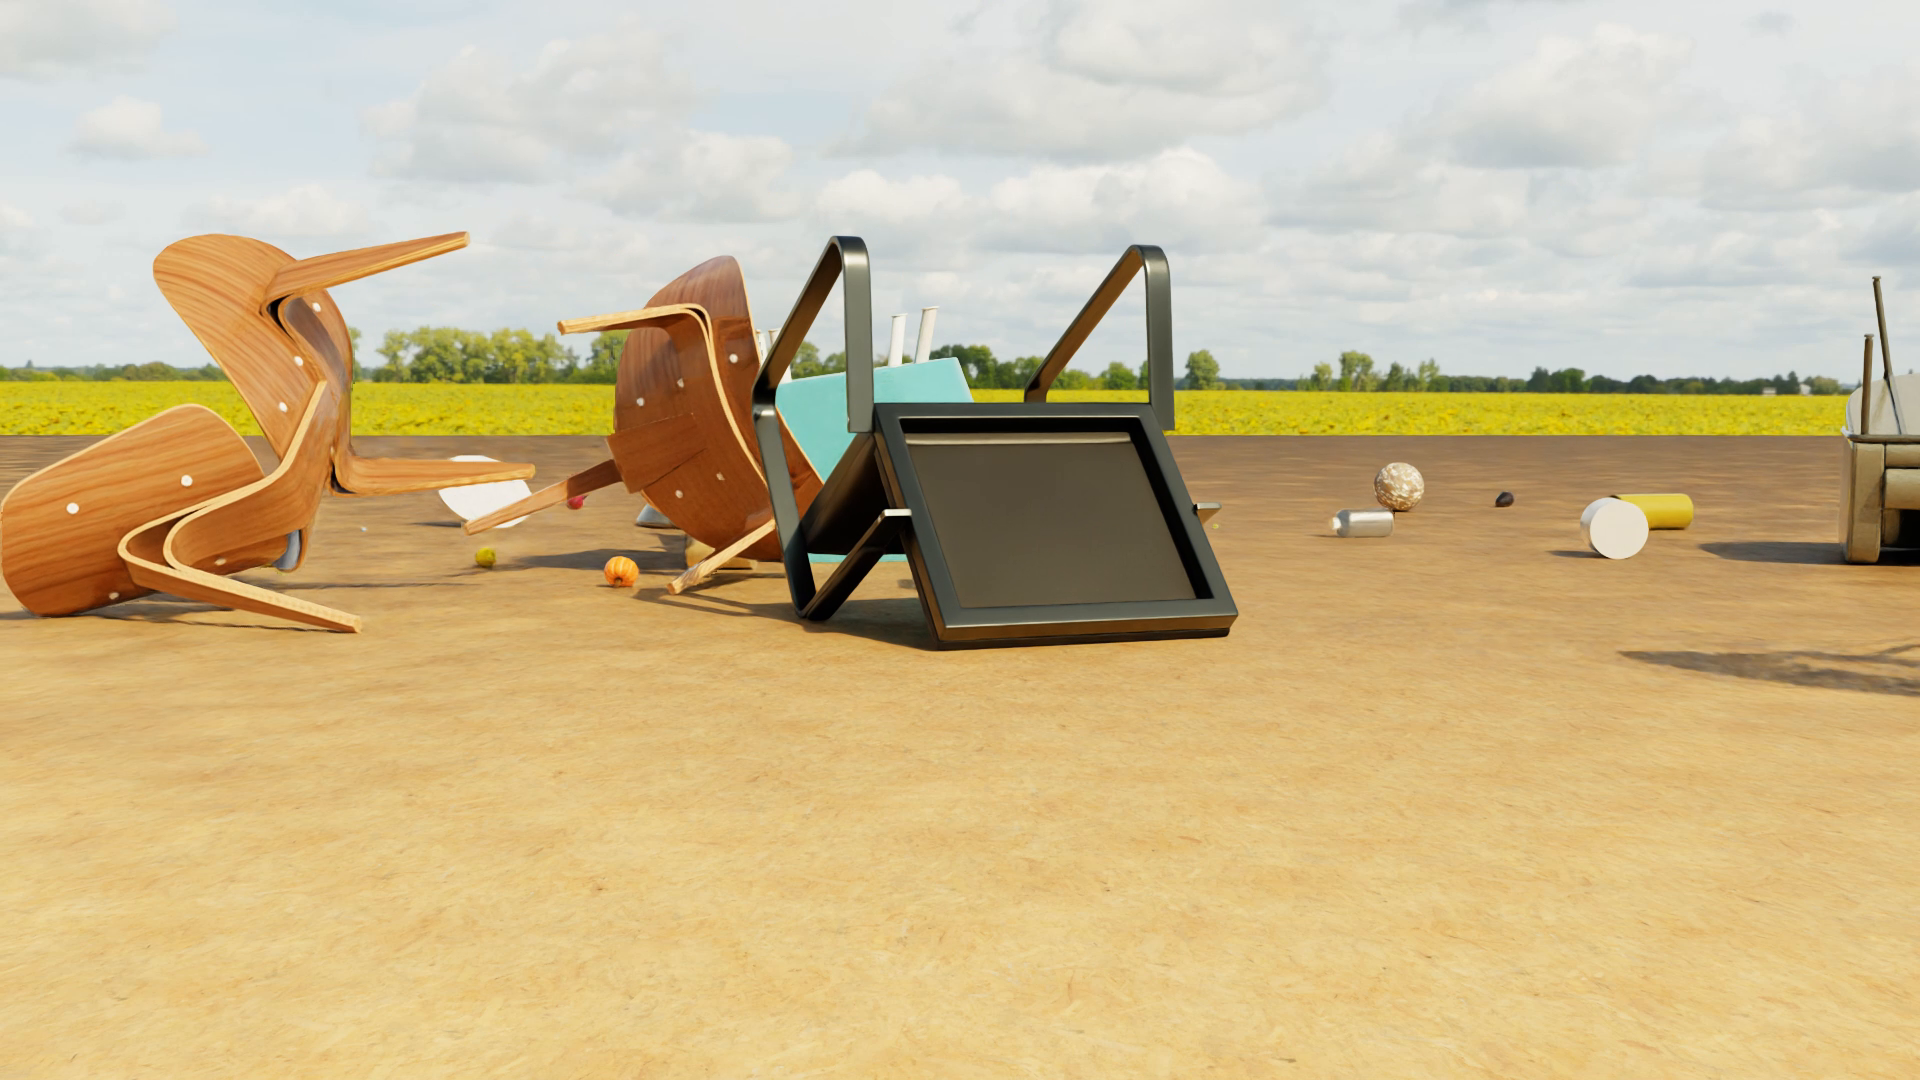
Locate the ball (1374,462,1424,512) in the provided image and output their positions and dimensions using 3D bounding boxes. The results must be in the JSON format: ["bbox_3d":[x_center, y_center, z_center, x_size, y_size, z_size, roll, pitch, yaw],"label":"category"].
[{"bbox_3d":[1.605,-0.194,8.047,0.182,0.182,0.182,0,4,0],"label":"ball"}]

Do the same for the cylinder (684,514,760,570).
[{"bbox_3d":[-0.593,0.005,5.489,0.159,0.135,0.137,0,44,6],"label":"cylinder"}]

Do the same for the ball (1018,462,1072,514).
[{"bbox_3d":[0.307,-0.189,7.923,0.188,0.188,0.188,0,4,0],"label":"ball"}]

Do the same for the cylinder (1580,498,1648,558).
[{"bbox_3d":[1.751,-0.032,5.893,0.150,0.155,0.175,20,5,6],"label":"cylinder"}]

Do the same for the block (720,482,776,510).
[{"bbox_3d":[-0.800,-0.171,8.331,0.143,0.096,0.181,2,4,21],"label":"block"}]

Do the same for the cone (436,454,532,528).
[{"bbox_3d":[-1.580,-0.109,7.278,0.331,0.244,0.212,30,-33,4],"label":"cone"}]

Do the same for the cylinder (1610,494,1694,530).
[{"bbox_3d":[2.192,-0.088,7.004,0.256,0.113,0.116,-1,-20,-18],"label":"cylinder"}]
